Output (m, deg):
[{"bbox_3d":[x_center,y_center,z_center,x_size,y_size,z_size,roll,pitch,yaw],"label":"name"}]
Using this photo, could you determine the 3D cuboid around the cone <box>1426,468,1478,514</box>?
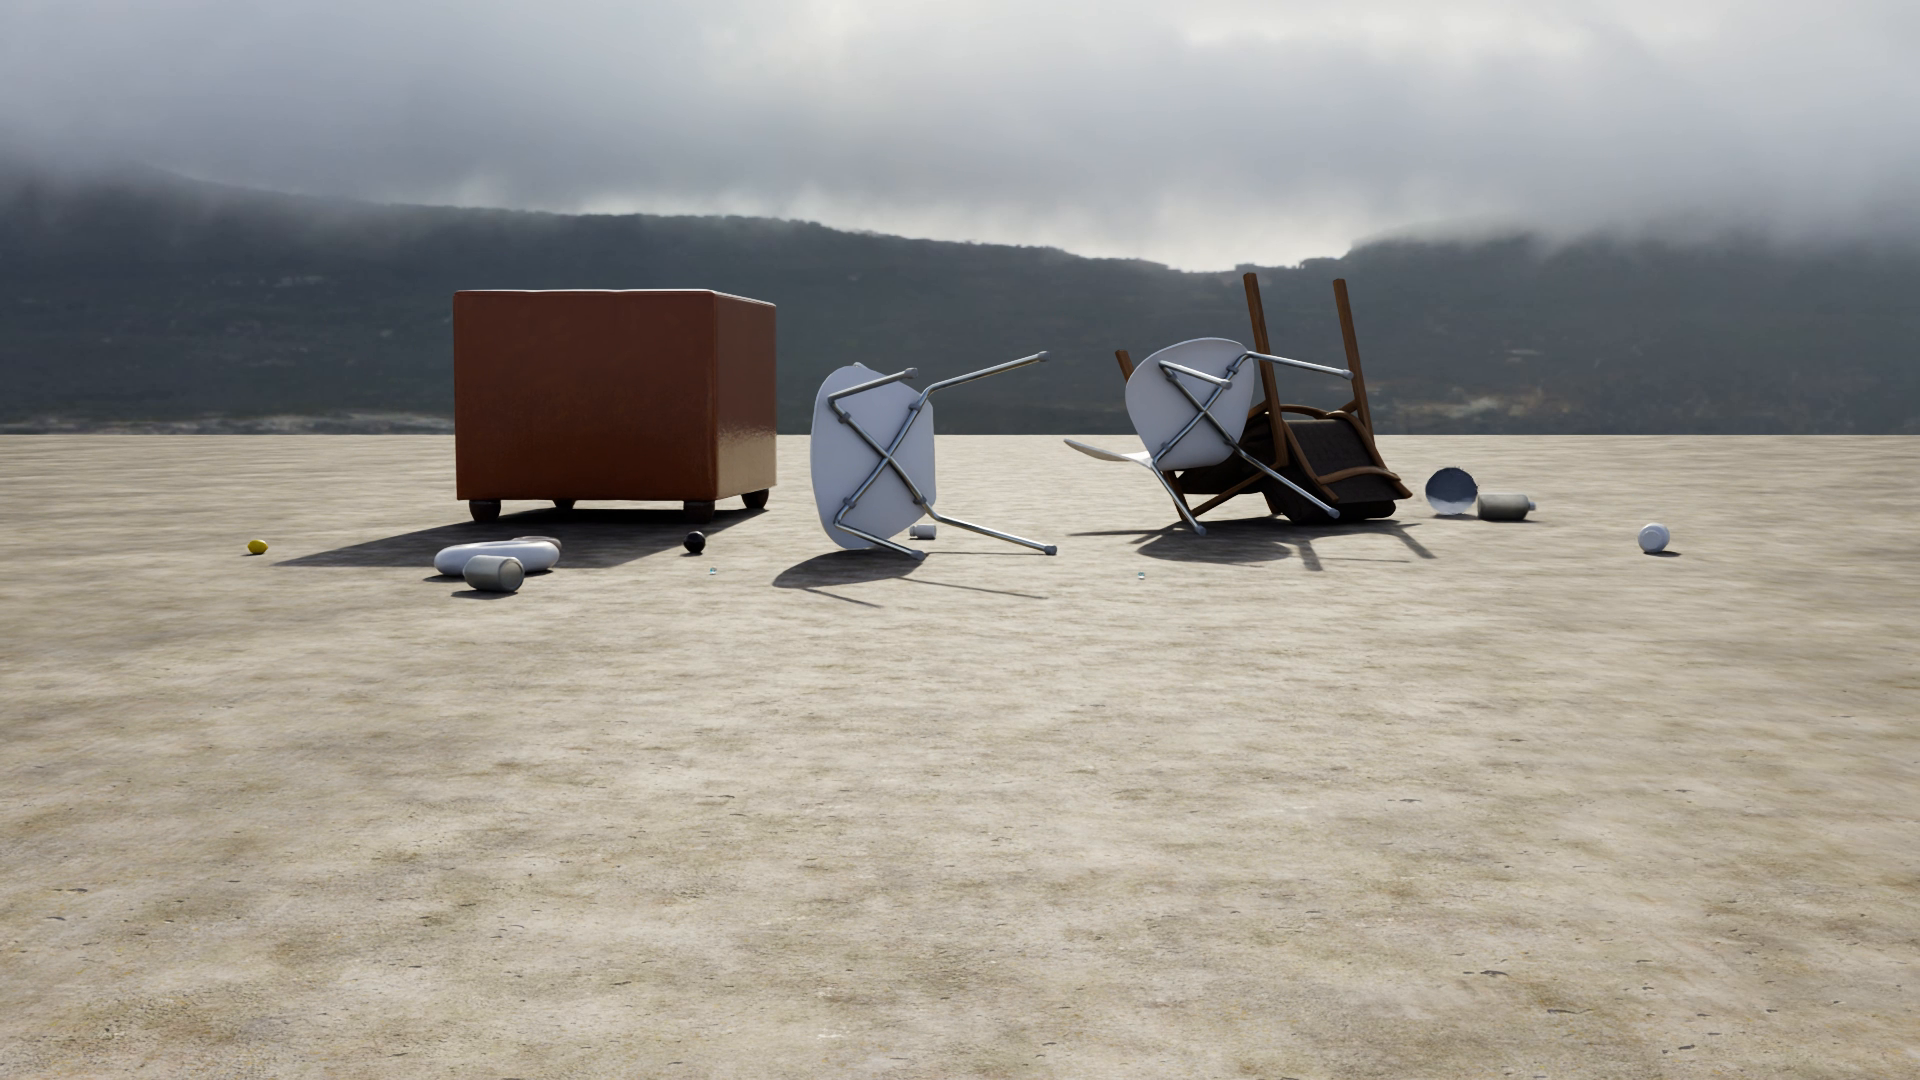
[{"bbox_3d":[1.794,-0.144,8.029,0.181,0.173,0.322,4,-10,13],"label":"cone"}]

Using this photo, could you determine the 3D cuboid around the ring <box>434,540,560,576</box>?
[{"bbox_3d":[-1.131,0.045,5.382,0.218,0.072,0.358,1,5,36],"label":"ring"}]

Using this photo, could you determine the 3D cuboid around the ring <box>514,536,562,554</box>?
[{"bbox_3d":[-1.145,0.018,5.933,0.149,0.049,0.125,3,6,28],"label":"ring"}]
